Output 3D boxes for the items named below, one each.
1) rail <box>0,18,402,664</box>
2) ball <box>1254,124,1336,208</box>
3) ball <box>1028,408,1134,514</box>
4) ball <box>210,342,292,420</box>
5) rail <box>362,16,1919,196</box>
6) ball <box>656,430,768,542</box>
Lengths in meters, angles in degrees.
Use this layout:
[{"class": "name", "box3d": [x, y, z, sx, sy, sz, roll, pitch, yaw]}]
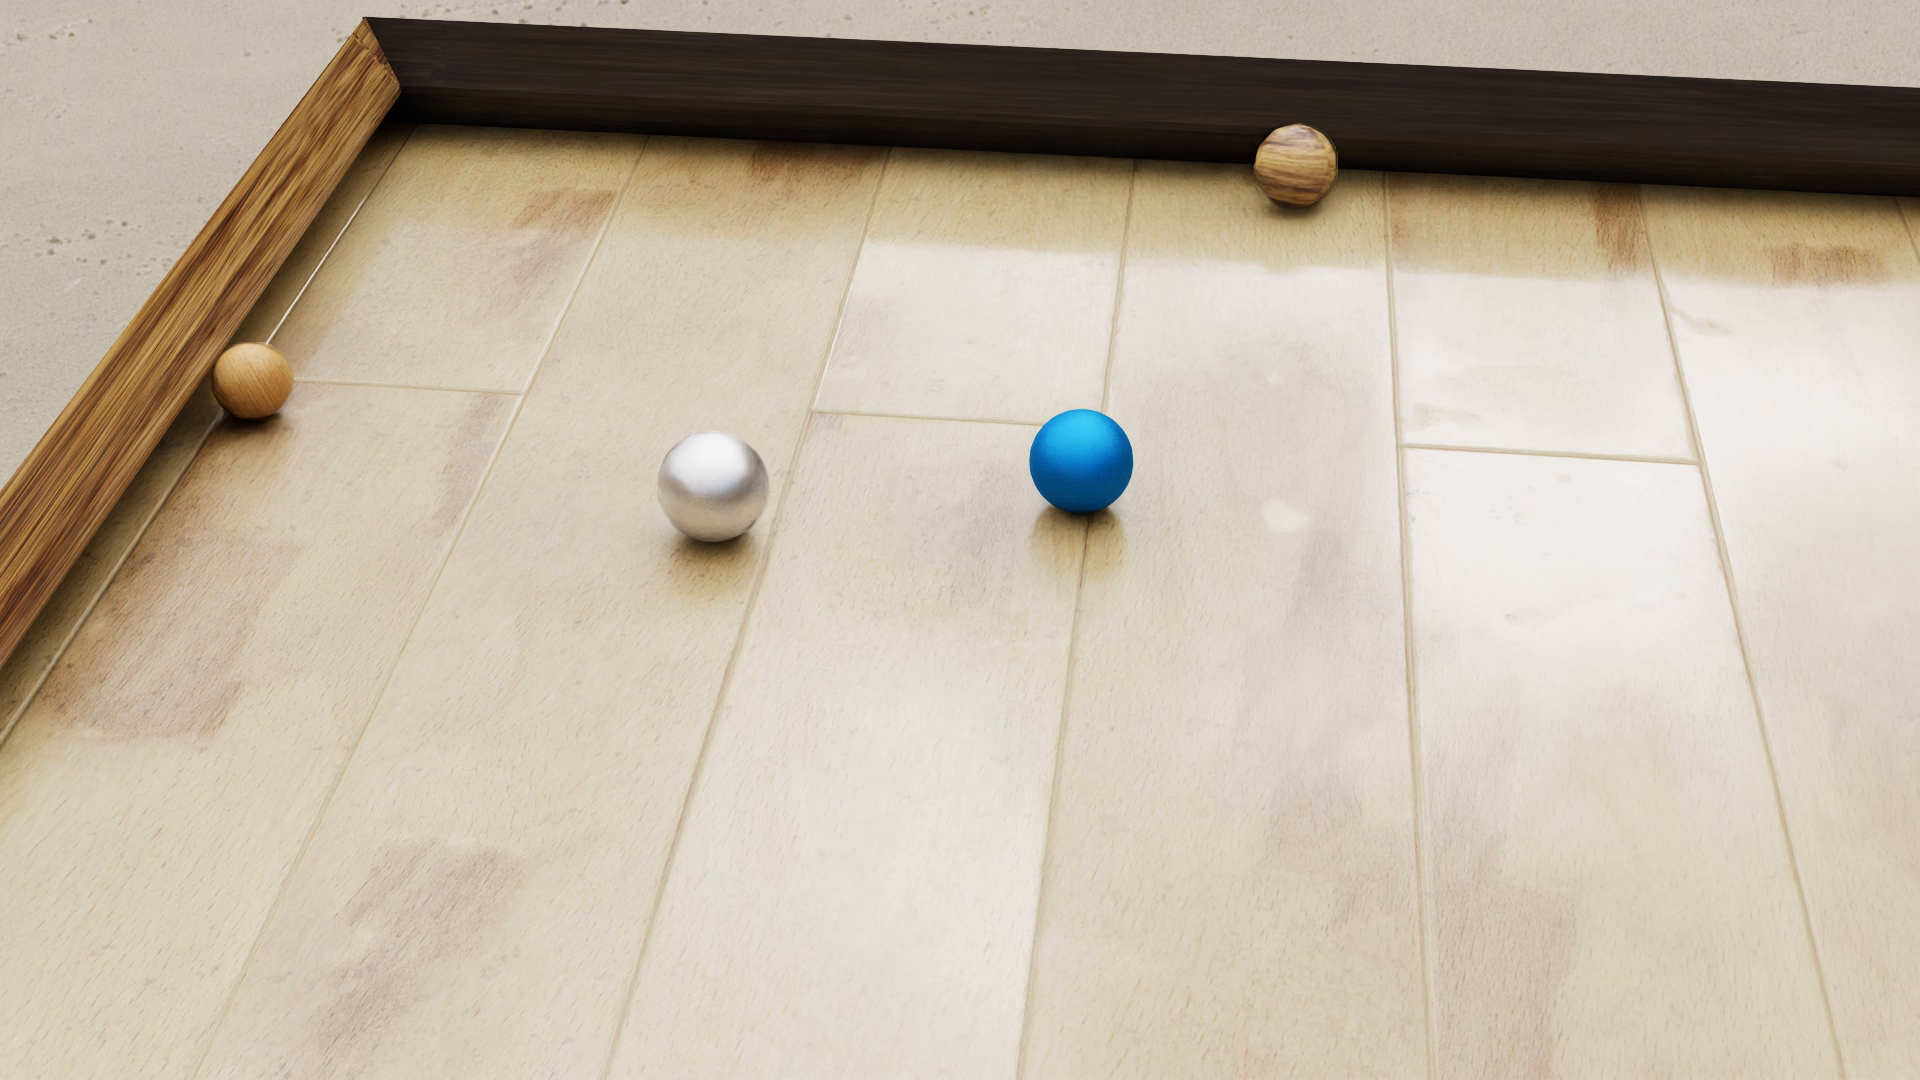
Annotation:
[{"class": "rail", "box3d": [-0.670, -0.058, 2.020, 0.045, 0.114, 1.523, 4, 35, 5]}, {"class": "ball", "box3d": [0.327, -0.365, 2.501, 0.080, 0.080, 0.080, 0, 34, 0]}, {"class": "ball", "box3d": [0.097, -0.063, 2.057, 0.084, 0.084, 0.084, 0, 34, 0]}, {"class": "ball", "box3d": [-0.601, -0.134, 2.177, 0.066, 0.066, 0.066, 0, 34, 0]}, {"class": "rail", "box3d": [0.776, -0.385, 2.498, 2.791, 0.114, 0.045, 4, 35, 5]}, {"class": "ball", "box3d": [-0.195, -0.042, 2.022, 0.088, 0.088, 0.088, 0, 34, 0]}]
